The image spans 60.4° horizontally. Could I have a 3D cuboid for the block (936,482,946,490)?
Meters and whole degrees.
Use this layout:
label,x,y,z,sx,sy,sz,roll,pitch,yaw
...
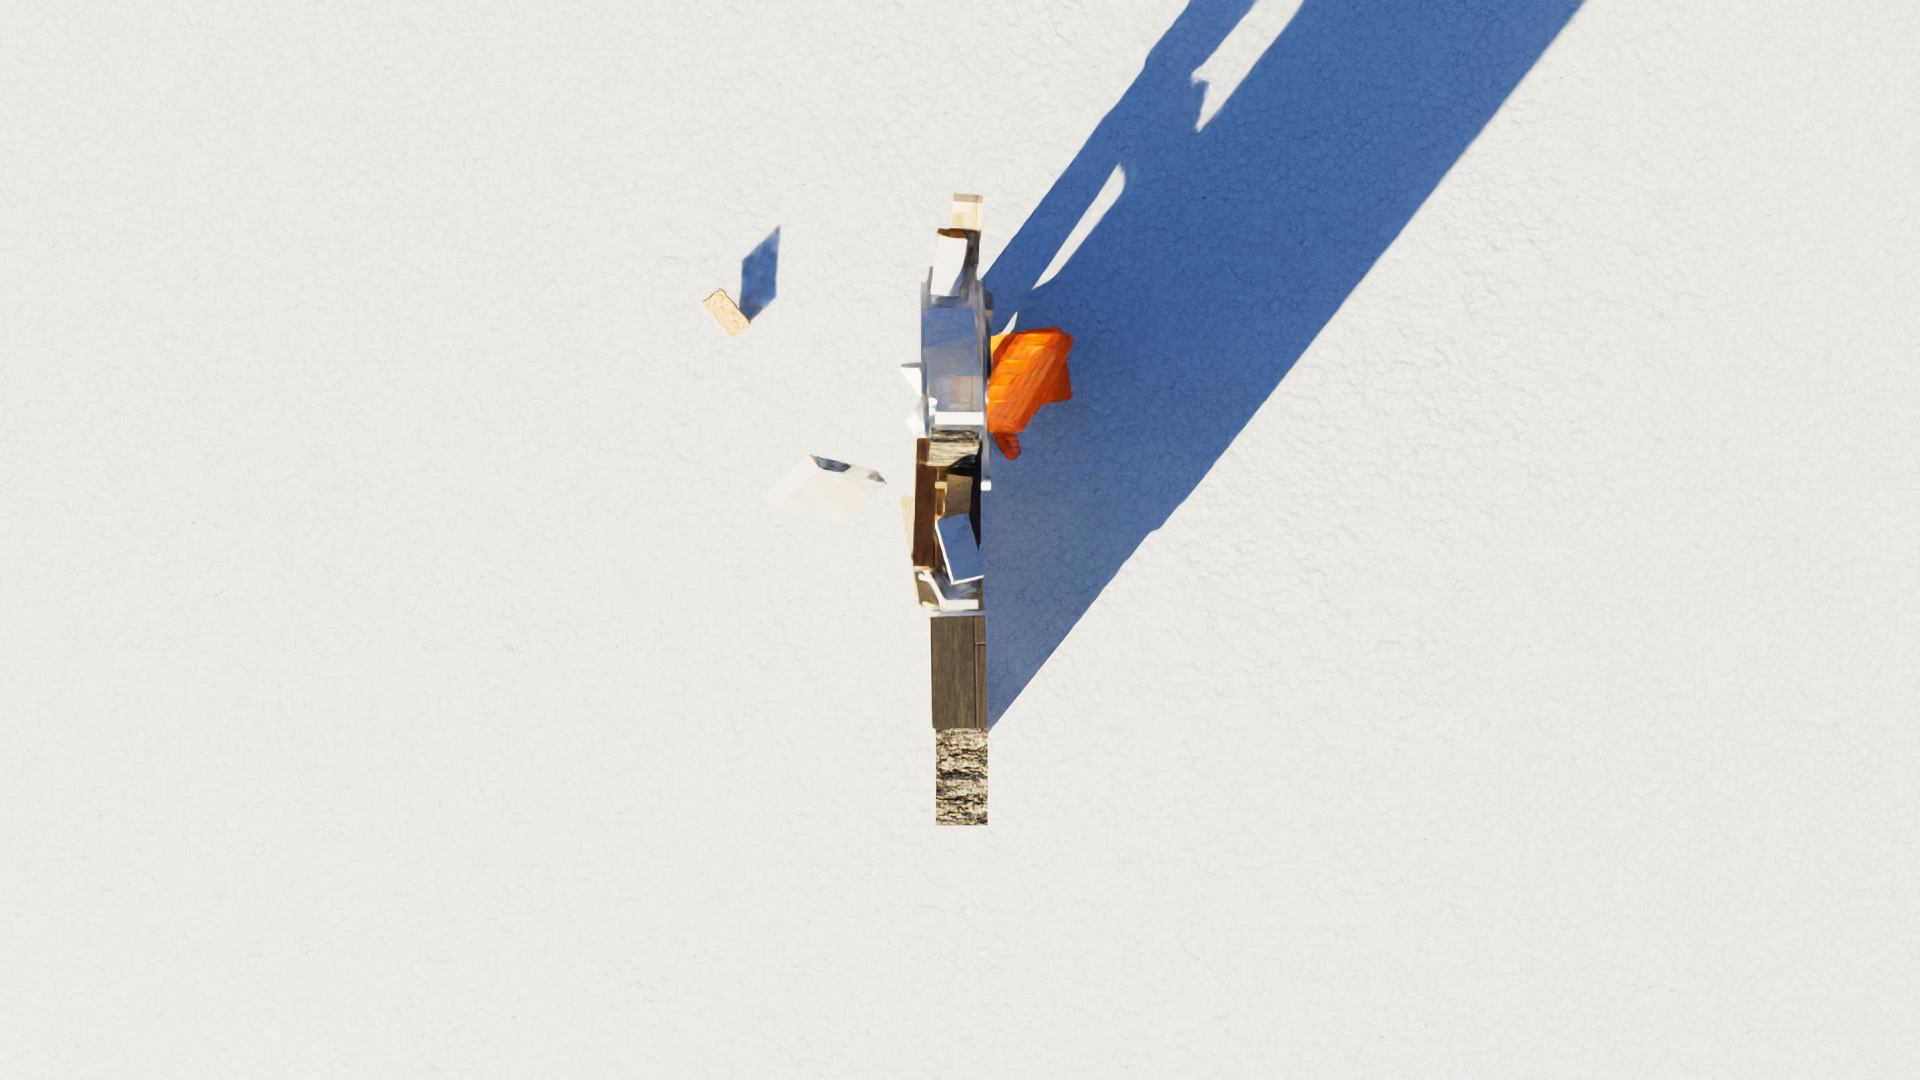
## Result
label,x,y,z,sx,sy,sz,roll,pitch,yaw
block,-0.018,-0.132,4.020,0.061,0.122,0.017,1,92,-11

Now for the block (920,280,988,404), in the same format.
label,x,y,z,sx,sy,sz,roll,pitch,yaw
block,-0.017,-0.542,4.498,0.180,0.051,0.359,-1,64,1

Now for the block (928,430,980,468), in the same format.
label,x,y,z,sx,sy,sz,roll,pitch,yaw
block,-0.017,-0.220,3.987,0.112,0.224,0.032,3,78,-3

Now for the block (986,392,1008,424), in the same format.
label,x,y,z,sx,sy,sz,roll,pitch,yaw
block,0.065,-0.439,5.339,0.158,0.317,0.045,15,86,1

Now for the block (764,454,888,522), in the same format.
label,x,y,z,sx,sy,sz,roll,pitch,yaw
block,-0.346,-0.132,4.315,0.164,0.401,0.047,-41,72,15

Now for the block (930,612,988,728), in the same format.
label,x,y,z,sx,sy,sz,roll,pitch,yaw
block,-0.003,0.377,4.787,0.167,0.047,0.335,0,90,0

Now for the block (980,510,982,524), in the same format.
label,x,y,z,sx,sy,sz,roll,pitch,yaw
block,-0.002,-0.068,4.960,0.133,0.266,0.038,-1,90,1

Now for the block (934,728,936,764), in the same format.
label,x,y,z,sx,sy,sz,roll,pitch,yaw
block,-0.002,0.542,5.168,0.155,0.044,0.310,0,90,0

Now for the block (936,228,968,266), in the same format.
label,x,y,z,sx,sy,sz,roll,pitch,yaw
block,-0.021,-0.787,4.524,0.078,0.157,0.022,9,55,8

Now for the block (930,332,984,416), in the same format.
label,x,y,z,sx,sy,sz,roll,pitch,yaw
block,-0.008,-0.441,4.375,0.134,0.038,0.268,1,55,2

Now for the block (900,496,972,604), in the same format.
label,x,y,z,sx,sy,sz,roll,pitch,yaw
block,-0.063,0.018,4.467,0.148,0.042,0.295,-9,90,9

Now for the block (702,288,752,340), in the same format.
label,x,y,z,sx,sy,sz,roll,pitch,yaw
block,-0.769,-0.748,5.446,0.078,0.022,0.156,-35,112,11

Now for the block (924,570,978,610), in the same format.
label,x,y,z,sx,sy,sz,roll,pitch,yaw
block,-0.034,0.096,4.061,0.078,0.439,0.022,-1,105,-10

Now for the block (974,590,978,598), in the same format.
label,x,y,z,sx,sy,sz,roll,pitch,yaw
block,-0.005,0.164,5.048,0.110,0.221,0.031,0,89,3

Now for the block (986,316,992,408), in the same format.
label,x,y,z,sx,sy,sz,roll,pitch,yaw
block,0.017,-0.573,5.158,0.158,0.045,0.317,-2,90,0

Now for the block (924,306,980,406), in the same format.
label,x,y,z,sx,sy,sz,roll,pitch,yaw
block,-0.021,-0.484,4.326,0.134,0.038,0.268,-3,66,1

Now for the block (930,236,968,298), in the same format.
label,x,y,z,sx,sy,sz,roll,pitch,yaw
block,-0.029,-0.736,4.451,0.078,0.022,0.157,9,90,11

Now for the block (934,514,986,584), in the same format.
label,x,y,z,sx,sy,sz,roll,pitch,yaw
block,-0.001,0.021,3.869,0.078,0.022,0.157,-12,74,-15

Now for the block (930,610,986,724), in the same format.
label,x,y,z,sx,sy,sz,roll,pitch,yaw
block,-0.004,0.322,4.178,0.143,0.040,0.285,0,90,0

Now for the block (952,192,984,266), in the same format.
label,x,y,z,sx,sy,sz,roll,pitch,yaw
block,0.013,-0.800,4.866,0.078,1.275,0.022,5,83,0

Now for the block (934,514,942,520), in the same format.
label,x,y,z,sx,sy,sz,roll,pitch,yaw
block,-0.024,-0.051,4.003,0.061,0.121,0.017,-2,96,-9

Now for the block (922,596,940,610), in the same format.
label,x,y,z,sx,sy,sz,roll,pitch,yaw
block,-0.054,0.162,4.226,0.048,0.095,0.014,-19,102,-23

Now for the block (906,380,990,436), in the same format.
label,x,y,z,sx,sy,sz,roll,pitch,yaw
block,-0.038,-0.389,4.648,0.180,0.359,0.051,-30,89,-12

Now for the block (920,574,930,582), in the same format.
label,x,y,z,sx,sy,sz,roll,pitch,yaw
block,-0.064,0.096,4.226,0.048,0.095,0.014,-8,99,-23

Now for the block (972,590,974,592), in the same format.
label,x,y,z,sx,sy,sz,roll,pitch,yaw
block,-0.011,0.089,4.923,0.110,0.031,0.221,1,90,3

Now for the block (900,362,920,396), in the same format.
label,x,y,z,sx,sy,sz,roll,pitch,yaw
block,-0.114,-0.483,5.099,0.156,0.078,0.022,54,57,-33

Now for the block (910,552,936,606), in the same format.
label,x,y,z,sx,sy,sz,roll,pitch,yaw
block,-0.079,0.096,4.292,0.072,0.021,0.145,-10,90,8

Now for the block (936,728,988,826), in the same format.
label,x,y,z,sx,sy,sz,roll,pitch,yaw
block,0.005,0.604,4.285,0.135,0.038,0.270,0,90,0

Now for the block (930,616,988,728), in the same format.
label,x,y,z,sx,sy,sz,roll,pitch,yaw
block,-0.003,0.310,3.878,0.131,0.037,0.262,-1,90,0

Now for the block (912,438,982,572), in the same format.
label,x,y,z,sx,sy,sz,roll,pitch,yaw
block,-0.031,-0.087,4.100,0.164,0.047,0.329,2,77,-2

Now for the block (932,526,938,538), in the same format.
label,x,y,z,sx,sy,sz,roll,pitch,yaw
block,-0.026,-0.017,3.979,0.078,0.157,0.022,3,87,-2

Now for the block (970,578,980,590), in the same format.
label,x,y,z,sx,sy,sz,roll,pitch,yaw
block,-0.029,0.120,4.700,0.148,0.412,0.042,0,89,5

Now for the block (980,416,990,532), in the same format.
label,x,y,z,sx,sy,sz,roll,pitch,yaw
block,0.004,-0.204,5.120,0.177,0.050,0.355,0,90,0

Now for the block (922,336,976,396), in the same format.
label,x,y,z,sx,sy,sz,roll,pitch,yaw
block,-0.017,-0.413,4.176,0.112,0.293,0.032,-16,128,2

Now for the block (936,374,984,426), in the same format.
label,x,y,z,sx,sy,sz,roll,pitch,yaw
block,0.000,-0.337,3.954,0.112,0.224,0.032,1,118,0

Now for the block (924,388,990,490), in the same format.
label,x,y,z,sx,sy,sz,roll,pitch,yaw
block,-0.010,-0.262,4.293,0.164,0.047,0.329,-2,49,0

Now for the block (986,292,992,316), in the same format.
label,x,y,z,sx,sy,sz,roll,pitch,yaw
block,0.006,-0.697,4.864,0.180,0.528,0.051,1,96,1

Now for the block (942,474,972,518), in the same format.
label,x,y,z,sx,sy,sz,roll,pitch,yaw
block,-0.006,-0.092,3.942,0.061,0.017,0.122,7,79,-8

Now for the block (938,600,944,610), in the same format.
label,x,y,z,sx,sy,sz,roll,pitch,yaw
block,-0.034,0.129,4.174,0.048,0.014,0.095,-7,89,-29

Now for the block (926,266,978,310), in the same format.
label,x,y,z,sx,sy,sz,roll,pitch,yaw
block,-0.022,-0.636,4.469,0.134,0.038,0.268,0,53,2

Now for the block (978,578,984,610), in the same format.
label,x,y,z,sx,sy,sz,roll,pitch,yaw
block,0.001,0.233,5.182,0.148,0.042,0.297,0,90,0

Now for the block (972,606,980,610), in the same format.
label,x,y,z,sx,sy,sz,roll,pitch,yaw
block,-0.004,0.305,4.501,0.122,0.035,0.245,-1,90,0
